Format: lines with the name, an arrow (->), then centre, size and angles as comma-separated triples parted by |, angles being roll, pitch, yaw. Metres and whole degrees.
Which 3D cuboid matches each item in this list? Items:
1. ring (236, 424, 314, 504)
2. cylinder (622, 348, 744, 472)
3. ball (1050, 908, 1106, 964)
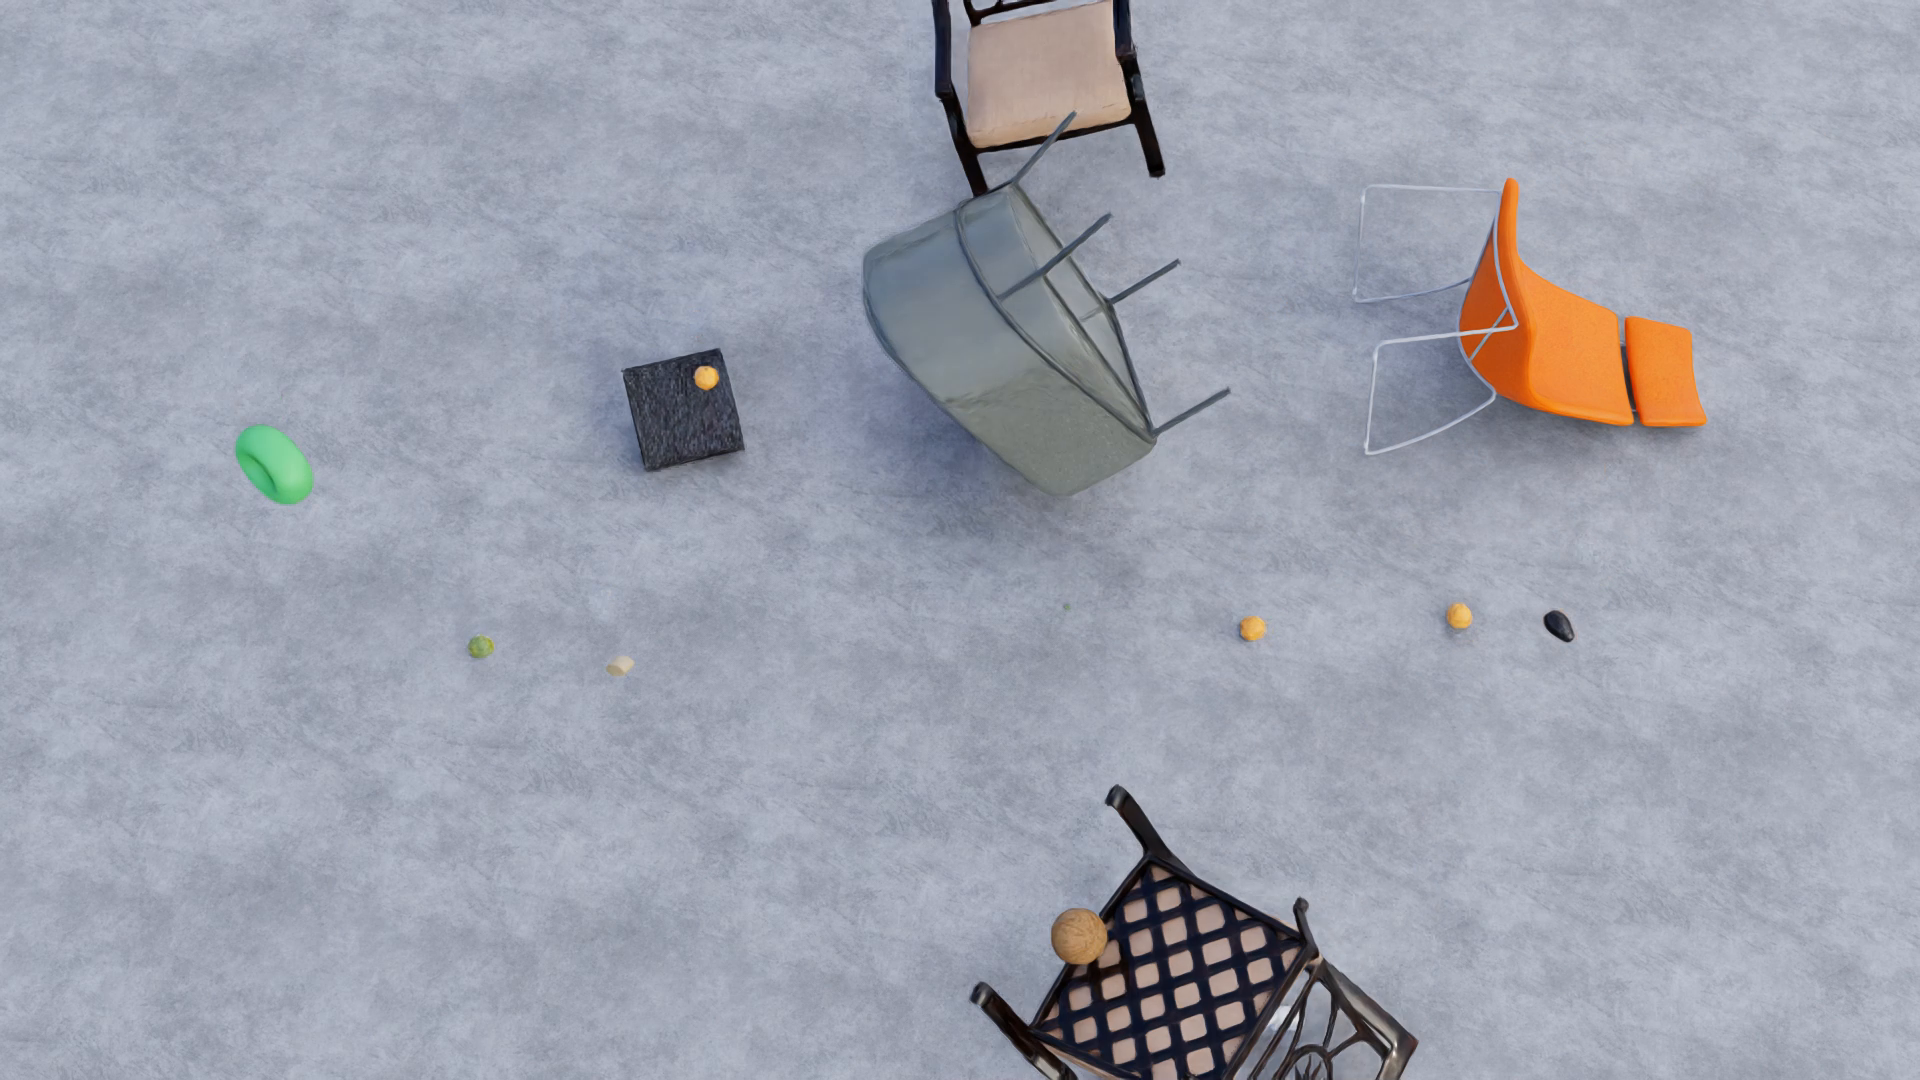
ring -> -1.942, -0.214, 6.226 | 0.282, 0.220, 0.109 | 32, 52, 29
cylinder -> -0.843, -0.397, 6.700 | 0.304, 0.186, 0.320 | -14, 90, -9
ball -> 0.286, 0.955, 5.302 | 0.136, 0.136, 0.136 | 0, 56, 0
